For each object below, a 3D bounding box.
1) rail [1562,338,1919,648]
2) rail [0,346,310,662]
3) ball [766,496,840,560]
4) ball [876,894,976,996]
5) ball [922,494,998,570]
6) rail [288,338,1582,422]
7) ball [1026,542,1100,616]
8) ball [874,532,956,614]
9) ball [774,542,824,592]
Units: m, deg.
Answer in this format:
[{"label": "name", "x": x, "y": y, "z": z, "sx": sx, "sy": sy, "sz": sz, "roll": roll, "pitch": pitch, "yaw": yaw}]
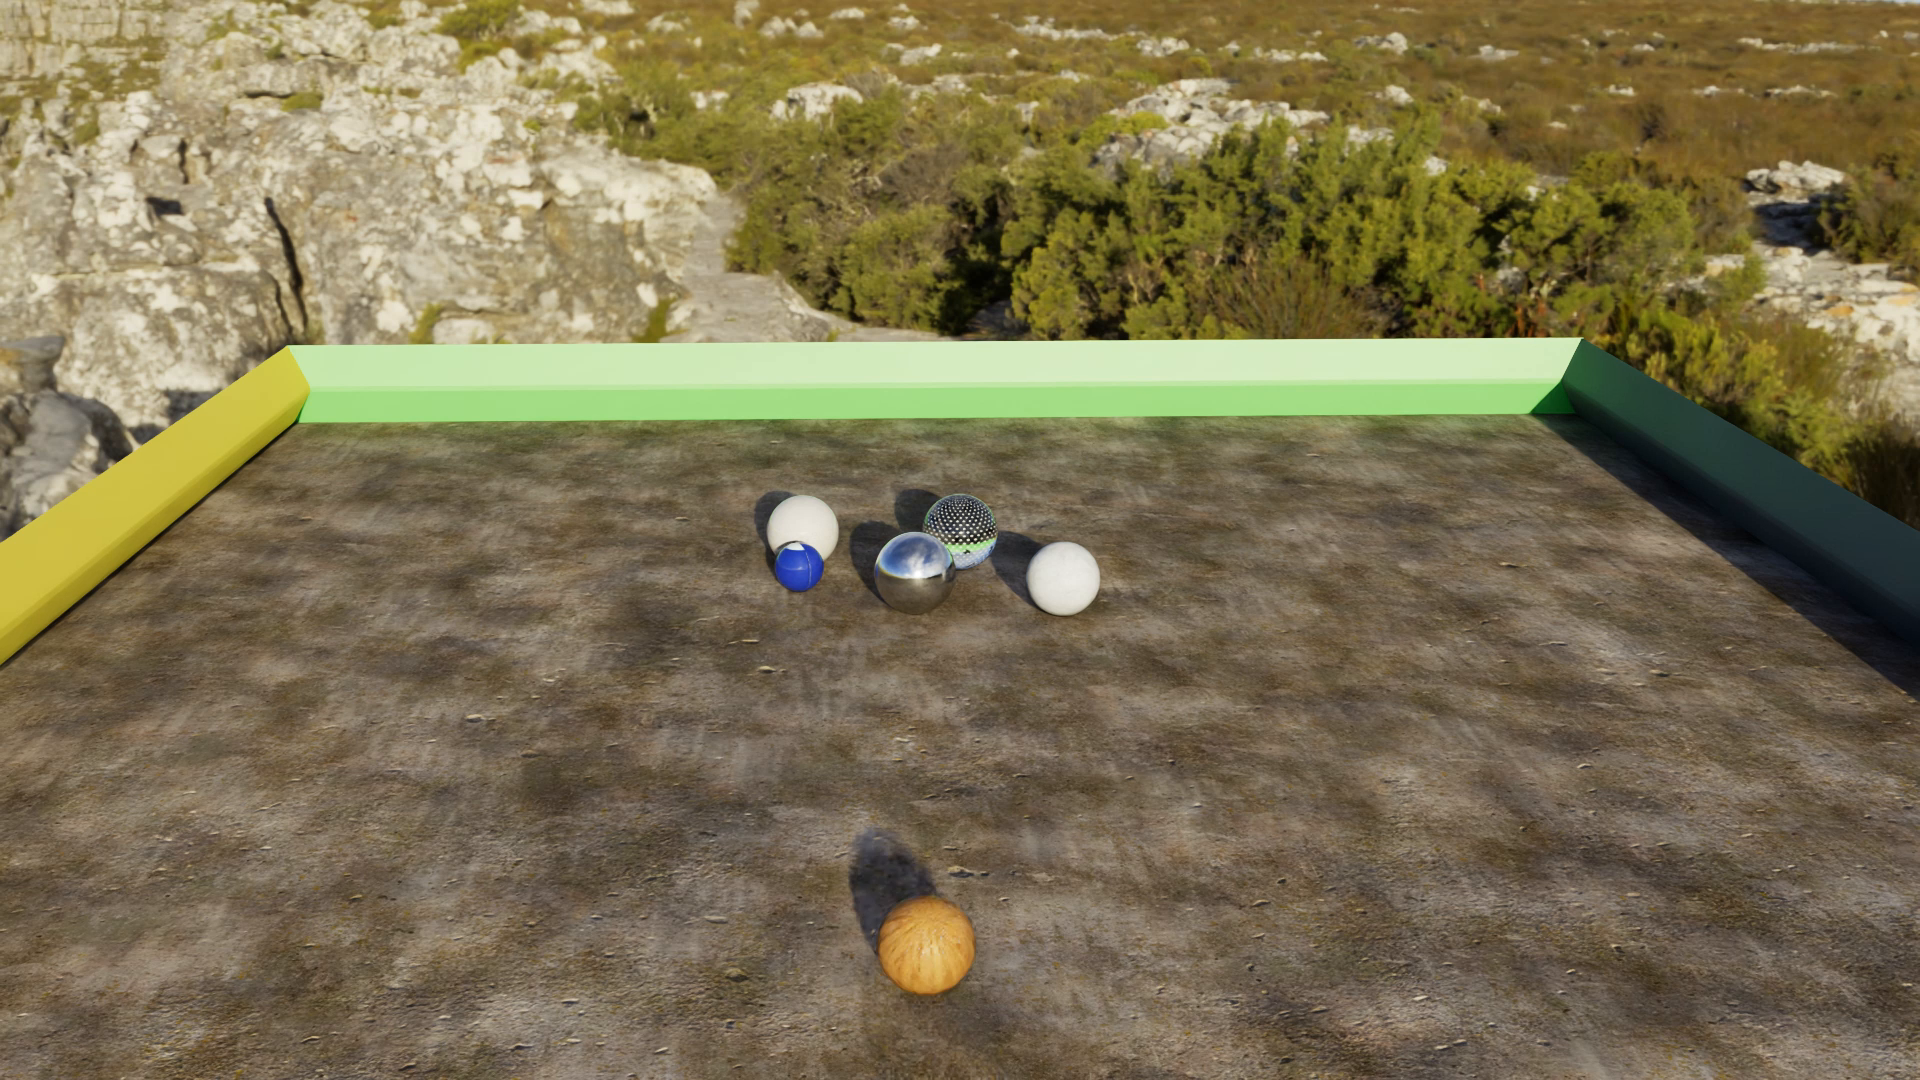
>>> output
[{"label": "rail", "x": 1.104, "y": 0.222, "z": 1.937, "sx": 0.045, "sy": 0.130, "sz": 3.806, "roll": -1, "pitch": 15, "yaw": -2}, {"label": "rail", "x": -1.040, "y": 0.241, "z": 1.867, "sx": 0.045, "sy": 0.130, "sz": 3.806, "roll": -1, "pitch": 15, "yaw": -2}, {"label": "ball", "x": -0.204, "y": -0.011, "z": 2.854, "sx": 0.094, "sy": 0.094, "sz": 0.094, "roll": 0, "pitch": 15, "yaw": 0}, {"label": "ball", "x": -0.026, "y": 0.314, "z": 1.704, "sx": 0.077, "sy": 0.077, "sz": 0.077, "roll": 0, "pitch": 15, "yaw": 0}, {"label": "ball", "x": 0.000, "y": -0.011, "z": 2.845, "sx": 0.099, "sy": 0.099, "sz": 0.099, "roll": 0, "pitch": 15, "yaw": 0}, {"label": "rail", "x": -0.032, "y": -0.266, "z": 3.713, "sx": 2.193, "sy": 0.130, "sz": 0.045, "roll": -1, "pitch": 15, "yaw": -2}, {"label": "ball", "x": 0.124, "y": 0.047, "z": 2.651, "sx": 0.091, "sy": 0.091, "sz": 0.091, "roll": 0, "pitch": 15, "yaw": 0}, {"label": "ball", "x": -0.054, "y": 0.040, "z": 2.659, "sx": 0.100, "sy": 0.100, "sz": 0.100, "roll": 0, "pitch": 15, "yaw": 0}, {"label": "ball", "x": -0.201, "y": 0.034, "z": 2.752, "sx": 0.062, "sy": 0.062, "sz": 0.062, "roll": 0, "pitch": 15, "yaw": 0}]
